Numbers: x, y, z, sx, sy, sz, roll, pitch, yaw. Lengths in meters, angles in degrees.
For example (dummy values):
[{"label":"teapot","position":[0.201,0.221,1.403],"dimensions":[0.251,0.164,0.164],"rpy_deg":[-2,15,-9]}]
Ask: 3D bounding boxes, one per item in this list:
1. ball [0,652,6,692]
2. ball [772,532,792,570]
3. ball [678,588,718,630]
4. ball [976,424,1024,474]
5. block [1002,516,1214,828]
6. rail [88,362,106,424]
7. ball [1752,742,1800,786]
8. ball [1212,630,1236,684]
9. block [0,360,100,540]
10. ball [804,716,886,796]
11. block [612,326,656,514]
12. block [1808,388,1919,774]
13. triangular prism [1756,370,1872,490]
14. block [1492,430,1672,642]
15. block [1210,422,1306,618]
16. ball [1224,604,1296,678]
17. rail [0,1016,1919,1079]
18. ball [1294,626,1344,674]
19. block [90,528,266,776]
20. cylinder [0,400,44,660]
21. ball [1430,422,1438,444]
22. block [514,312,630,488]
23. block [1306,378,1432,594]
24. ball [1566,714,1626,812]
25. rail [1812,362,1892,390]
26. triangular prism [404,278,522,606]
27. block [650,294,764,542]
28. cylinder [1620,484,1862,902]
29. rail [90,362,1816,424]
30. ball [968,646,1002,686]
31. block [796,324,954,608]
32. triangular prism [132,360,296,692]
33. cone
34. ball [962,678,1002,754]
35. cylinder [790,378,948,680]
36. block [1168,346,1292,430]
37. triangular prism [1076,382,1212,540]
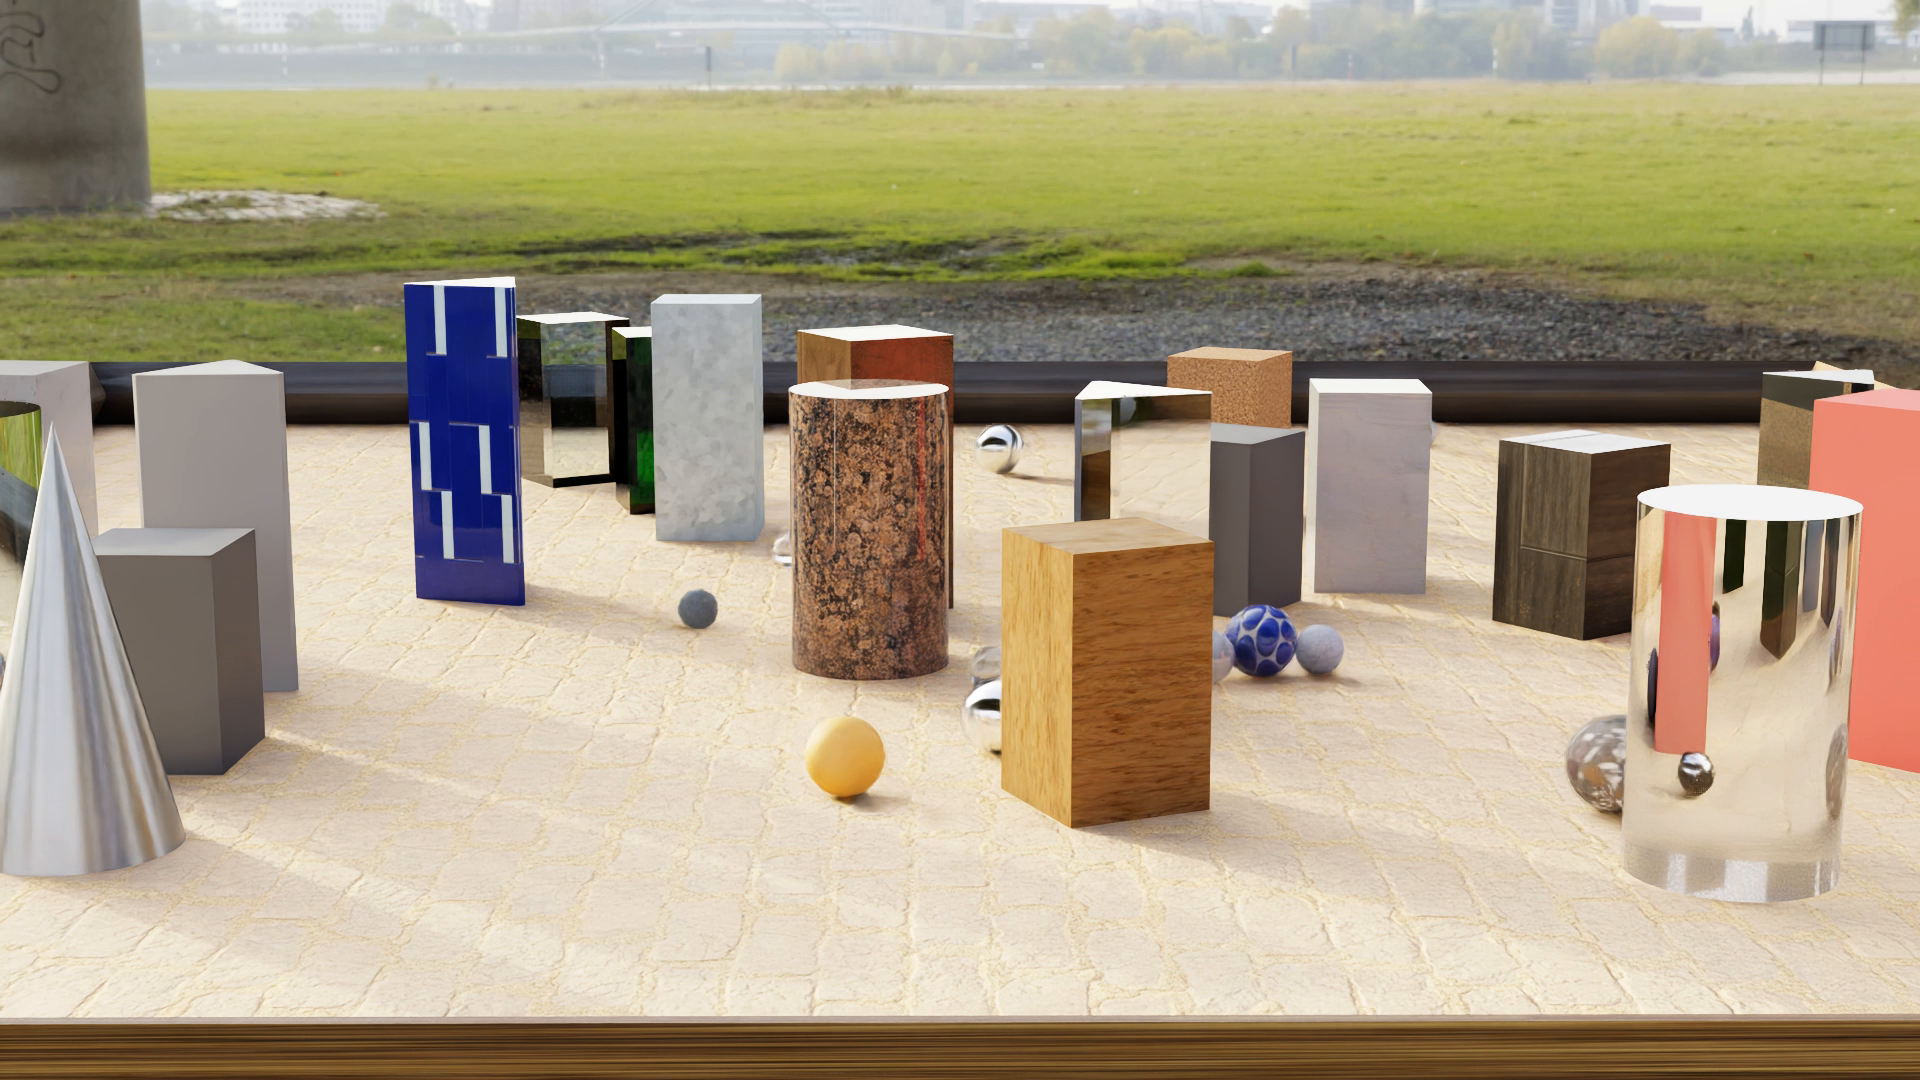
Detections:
[{"label":"ball","position":[-1.128,0.151,2.905],"dimensions":[0.092,0.092,0.092],"rpy_deg":[0,11,0]},{"label":"ball","position":[-0.245,0.016,3.736],"dimensions":[0.055,0.055,0.055],"rpy_deg":[0,11,0]},{"label":"ball","position":[-0.341,0.090,3.344],"dimensions":[0.053,0.053,0.053],"rpy_deg":[0,11,0]},{"label":"ball","position":[0.072,-0.163,4.605],"dimensions":[0.088,0.088,0.088],"rpy_deg":[0,11,0]},{"label":"block","position":[0.144,0.127,2.549],"dimensions":[0.154,0.269,0.154],"rpy_deg":[-5,12,-24]},{"label":"rail","position":[-1.741,0.034,3.439],"dimensions":[0.045,0.125,3.663],"rpy_deg":[0,11,0]},{"label":"ball","position":[0.832,0.228,2.617],"dimensions":[0.046,0.046,0.046],"rpy_deg":[0,11,0]},{"label":"ball","position":[0.294,0.138,3.046],"dimensions":[0.066,0.066,0.066],"rpy_deg":[0,11,0]},{"label":"block","position":[-1.255,-0.064,3.407],"dimensions":[0.154,0.332,0.154],"rpy_deg":[1,11,6]},{"label":"ball","position":[-0.116,0.217,2.580],"dimensions":[0.081,0.081,0.081],"rpy_deg":[0,11,0]},{"label":"block","position":[-0.486,-0.202,4.259],"dimensions":[0.154,0.291,0.154],"rpy_deg":[-3,11,-16]},{"label":"block","position":[1.009,0.039,2.730],"dimensions":[0.154,0.377,0.154],"rpy_deg":[-9,14,-41]},{"label":"triangular prism","position":[1.246,-0.089,3.646],"dimensions":[0.145,0.294,0.167],"rpy_deg":[-9,14,-41]},{"label":"block","position":[0.813,-0.009,3.360],"dimensions":[0.154,0.242,0.154],"rpy_deg":[-8,13,-35]},{"label":"block","position":[0.361,-0.029,3.484],"dimensions":[0.154,0.235,0.154],"rpy_deg":[7,13,34]},{"label":"ball","position":[0.360,0.121,3.081],"dimensions":[0.088,0.088,0.088],"rpy_deg":[0,11,0]},{"label":"rail","position":[0.010,0.363,1.672],"dimensions":[3.530,0.125,0.045],"rpy_deg":[0,11,0]},{"label":"ball","position":[0.433,0.133,3.094],"dimensions":[0.059,0.059,0.059],"rpy_deg":[0,11,0]},{"label":"block","position":[-0.840,0.115,2.716],"dimensions":[0.154,0.232,0.154],"rpy_deg":[0,11,1]},{"label":"cylinder","position":[-1.172,0.011,3.017],"dimensions":[0.193,0.328,0.193],"rpy_deg":[0,11,0]},{"label":"ball","position":[0.894,-0.208,4.943],"dimensions":[0.053,0.053,0.053],"rpy_deg":[0,11,0]},{"label":"block","position":[-0.685,-0.250,4.533],"dimensions":[0.154,0.286,0.154],"rpy_deg":[-7,13,-33]},{"label":"block","position":[0.574,-0.078,3.621],"dimensions":[0.154,0.281,0.154],"rpy_deg":[1,11,3]},{"label":"ball","position":[0.646,0.220,2.525],"dimensions":[0.096,0.096,0.096],"rpy_deg":[0,11,0]},{"label":"rail","position":[1.741,0.030,3.459],"dimensions":[0.045,0.125,3.663],"rpy_deg":[0,11,0]},{"label":"triangular prism","position":[-0.649,-0.141,3.545],"dimensions":[0.167,0.433,0.145],"rpy_deg":[4,11,19]},{"label":"block","position":[-0.392,-0.193,4.006],"dimensions":[0.154,0.367,0.154],"rpy_deg":[0,11,1]},{"label":"cylinder","position":[0.704,0.133,2.320],"dimensions":[0.193,0.341,0.193],"rpy_deg":[0,11,0]},{"label":"rail","position":[-0.010,-0.298,5.226],"dimensions":[3.530,0.125,0.045],"rpy_deg":[0,11,0]},{"label":"ball","position":[0.040,0.153,2.986],"dimensions":[0.059,0.059,0.059],"rpy_deg":[0,11,0]},{"label":"block","position":[-0.114,-0.095,3.467],"dimensions":[0.154,0.371,0.154],"rpy_deg":[-6,12,-30]},{"label":"triangular prism","position":[-0.869,-0.019,3.049],"dimensions":[0.167,0.375,0.145],"rpy_deg":[-1,11,-4]},{"label":"cone","position":[-0.832,0.089,2.387],"dimensions":[0.193,0.404,0.193],"rpy_deg":[0,11,0]},{"label":"ball","position":[0.043,0.188,2.737],"dimensions":[0.082,0.082,0.082],"rpy_deg":[0,11,0]},{"label":"cylinder","position":[-0.110,-0.016,3.130],"dimensions":[0.193,0.339,0.193],"rpy_deg":[0,11,0]},{"label":"block","position":[0.436,-0.170,4.159],"dimensions":[0.154,0.265,0.154],"rpy_deg":[5,12,27]},{"label":"triangular prism","position":[0.186,-0.002,3.014],"dimensions":[0.167,0.354,0.145],"rpy_deg":[-4,11,-20]}]
